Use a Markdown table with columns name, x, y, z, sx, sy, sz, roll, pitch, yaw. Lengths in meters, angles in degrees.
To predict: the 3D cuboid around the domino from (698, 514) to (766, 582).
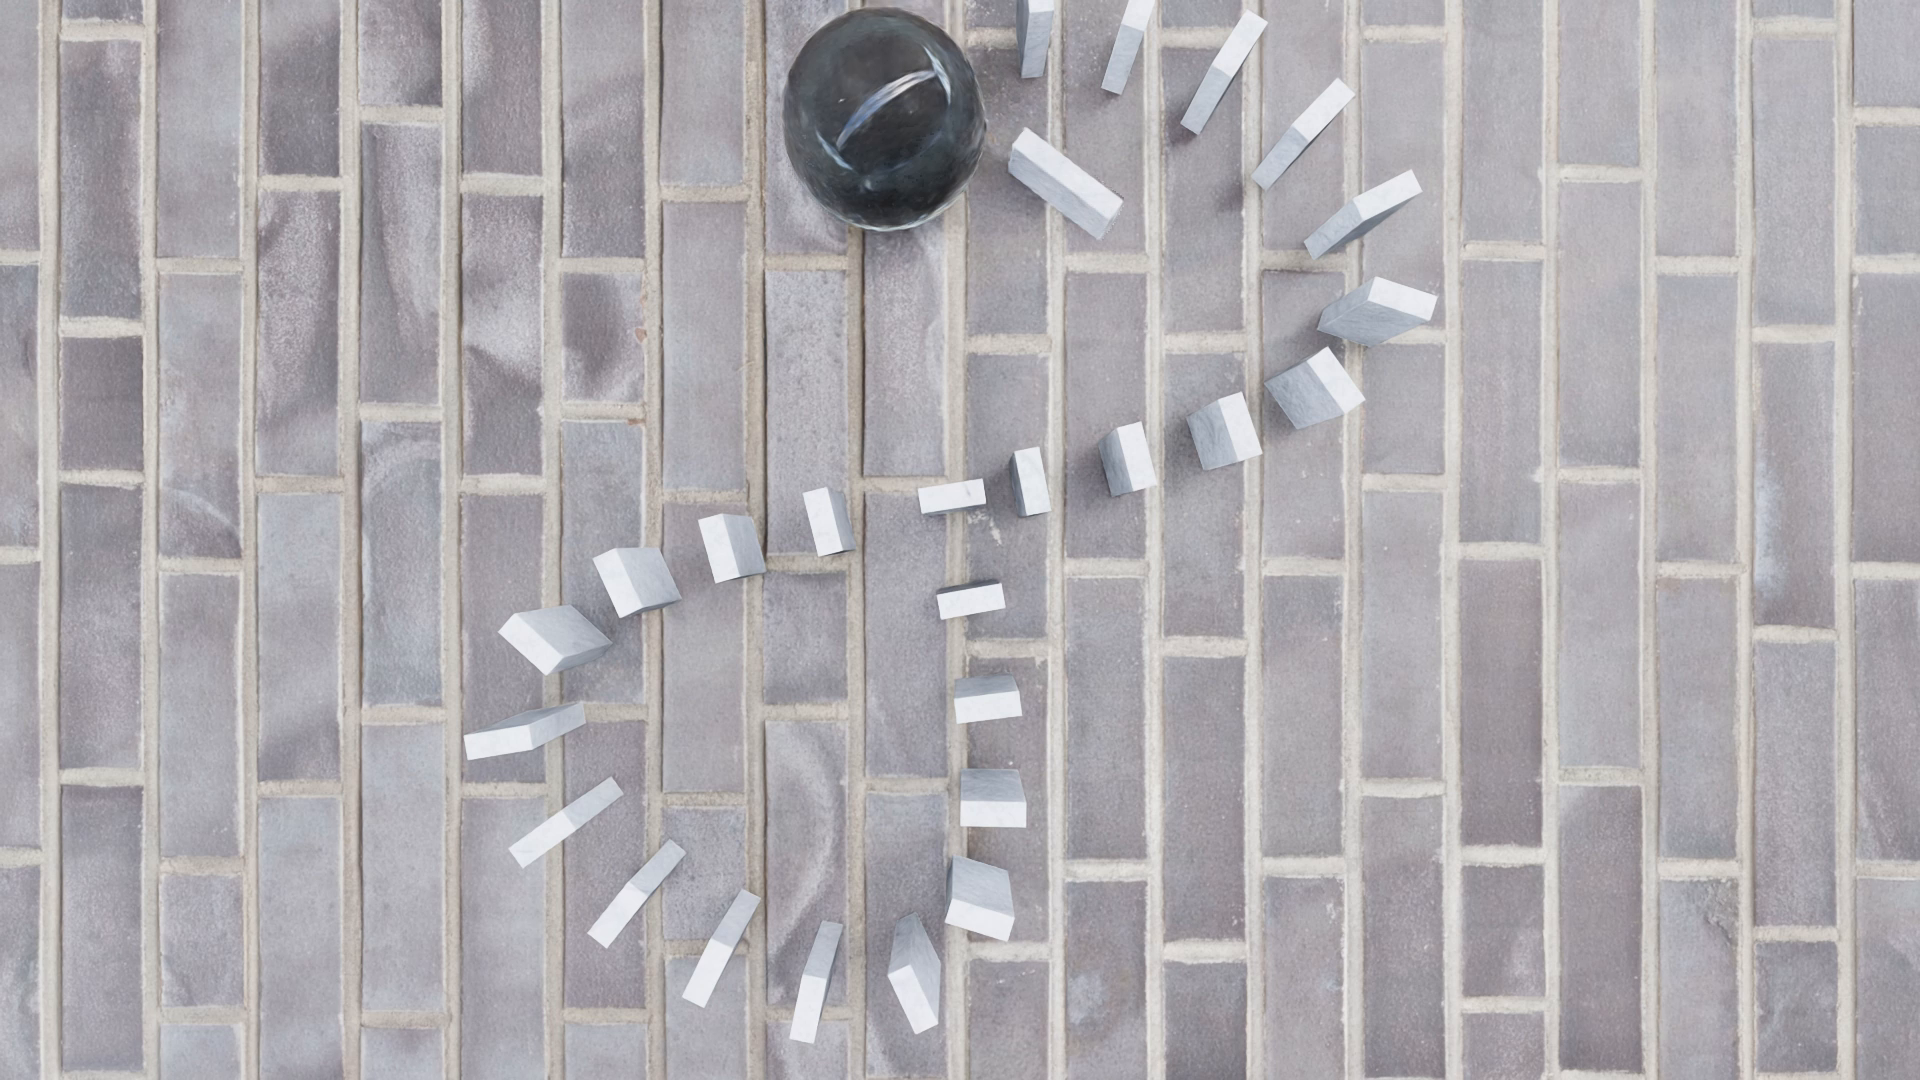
| name | x | y | z | sx | sy | sz | roll | pitch | yaw |
| --- | --- | --- | --- | --- | --- | --- | --- | --- | --- |
| domino | -0.092 | 0.003 | 0.375 | 0.009 | 0.050 | 0.025 | -15 | 90 | 0 |

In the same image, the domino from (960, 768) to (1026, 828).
| name | x | y | z | sx | sy | sz | roll | pitch | yaw |
| --- | --- | --- | --- | --- | --- | --- | --- | --- | --- |
| domino | 0.013 | 0.105 | 0.375 | 0.025 | 0.050 | 0.010 | 1 | 90 | 0 |

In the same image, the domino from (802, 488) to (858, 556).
| name | x | y | z | sx | sy | sz | roll | pitch | yaw |
| --- | --- | --- | --- | --- | --- | --- | --- | --- | --- |
| domino | -0.052 | -0.007 | 0.375 | 0.009 | 0.050 | 0.025 | -14 | 90 | 0 |

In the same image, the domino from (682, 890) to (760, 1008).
| name | x | y | z | sx | sy | sz | roll | pitch | yaw |
| --- | --- | --- | --- | --- | --- | --- | --- | --- | --- |
| domino | -0.097 | 0.166 | 0.375 | 0.010 | 0.050 | 0.025 | 26 | 90 | 0 |

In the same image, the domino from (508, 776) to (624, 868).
| name | x | y | z | sx | sy | sz | roll | pitch | yaw |
| --- | --- | --- | --- | --- | --- | --- | --- | --- | --- |
| domino | -0.160 | 0.114 | 0.375 | 0.025 | 0.050 | 0.010 | -36 | 90 | 0 |

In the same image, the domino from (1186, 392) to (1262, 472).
| name | x | y | z | sx | sy | sz | roll | pitch | yaw |
| --- | --- | --- | --- | --- | --- | --- | --- | --- | --- |
| domino | 0.107 | -0.043 | 0.375 | 0.009 | 0.050 | 0.025 | -19 | 90 | 0 |

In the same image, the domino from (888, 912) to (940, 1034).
| name | x | y | z | sx | sy | sz | roll | pitch | yaw |
| --- | --- | --- | --- | --- | --- | --- | --- | --- | --- |
| domino | -0.018 | 0.176 | 0.375 | 0.010 | 0.050 | 0.025 | -25 | 90 | 0 |

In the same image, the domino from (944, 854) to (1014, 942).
| name | x | y | z | sx | sy | sz | roll | pitch | yaw |
| --- | --- | --- | --- | --- | --- | --- | --- | --- | --- |
| domino | 0.008 | 0.145 | 0.375 | 0.025 | 0.050 | 0.010 | 17 | 90 | 0 |

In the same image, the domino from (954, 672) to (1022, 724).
| name | x | y | z | sx | sy | sz | roll | pitch | yaw |
| --- | --- | --- | --- | --- | --- | --- | --- | --- | --- |
| domino | 0.011 | 0.064 | 0.375 | 0.025 | 0.050 | 0.010 | -7 | 90 | 0 |

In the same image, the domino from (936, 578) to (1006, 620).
| name | x | y | z | sx | sy | sz | roll | pitch | yaw |
| --- | --- | --- | --- | --- | --- | --- | --- | --- | --- |
| domino | 0.004 | 0.023 | 0.375 | 0.025 | 0.050 | 0.009 | -10 | 90 | 0 |

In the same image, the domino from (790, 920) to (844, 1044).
| name | x | y | z | sx | sy | sz | roll | pitch | yaw |
| --- | --- | --- | --- | --- | --- | --- | --- | --- | --- |
| domino | -0.058 | 0.179 | 0.375 | 0.010 | 0.050 | 0.025 | 12 | 90 | 0 |

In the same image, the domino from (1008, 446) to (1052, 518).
| name | x | y | z | sx | sy | sz | roll | pitch | yaw |
| --- | --- | --- | --- | --- | --- | --- | --- | --- | --- |
| domino | 0.028 | -0.023 | 0.375 | 0.009 | 0.050 | 0.025 | -11 | 90 | 0 |

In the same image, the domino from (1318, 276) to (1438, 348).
| name | x | y | z | sx | sy | sz | roll | pitch | yaw |
| --- | --- | --- | --- | --- | --- | --- | --- | --- | --- |
| domino | 0.169 | -0.092 | 0.375 | 0.025 | 0.050 | 0.009 | 18 | 90 | 0 |

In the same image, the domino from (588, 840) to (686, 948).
| name | x | y | z | sx | sy | sz | roll | pitch | yaw |
| --- | --- | --- | --- | --- | --- | --- | --- | --- | --- |
| domino | -0.131 | 0.143 | 0.375 | 0.009 | 0.050 | 0.025 | 39 | 90 | 0 |

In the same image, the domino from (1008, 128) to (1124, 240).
| name | x | y | z | sx | sy | sz | roll | pitch | yaw |
| --- | --- | --- | --- | --- | --- | --- | --- | --- | --- |
| domino | 0.044 | -0.150 | 0.388 | 0.050 | 0.025 | 0.010 | 37 | 88 | 0 |

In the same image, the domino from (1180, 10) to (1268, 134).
| name | x | y | z | sx | sy | sz | roll | pitch | yaw |
| --- | --- | --- | --- | --- | --- | --- | --- | --- | --- |
| domino | 0.107 | -0.190 | 0.375 | 0.010 | 0.050 | 0.025 | 33 | 90 | 0 |

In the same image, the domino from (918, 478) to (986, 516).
| name | x | y | z | sx | sy | sz | roll | pitch | yaw |
| --- | --- | --- | --- | --- | --- | --- | --- | --- | --- |
| domino | -0.003 | -0.017 | 0.375 | 0.025 | 0.050 | 0.009 | -9 | 90 | 0 |

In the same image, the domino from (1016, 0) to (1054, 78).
| name | x | y | z | sx | sy | sz | roll | pitch | yaw |
| --- | --- | --- | --- | --- | --- | --- | --- | --- | --- |
| domino | 0.030 | -0.214 | 0.375 | 0.009 | 0.050 | 0.025 | -6 | 90 | 0 |

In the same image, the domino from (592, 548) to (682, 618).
| name | x | y | z | sx | sy | sz | roll | pitch | yaw |
| --- | --- | --- | --- | --- | --- | --- | --- | --- | --- |
| domino | -0.131 | 0.016 | 0.375 | 0.009 | 0.050 | 0.025 | -25 | 90 | 0 |

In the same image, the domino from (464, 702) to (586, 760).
| name | x | y | z | sx | sy | sz | roll | pitch | yaw |
| --- | --- | --- | --- | --- | --- | --- | --- | --- | --- |
| domino | -0.176 | 0.077 | 0.375 | 0.025 | 0.050 | 0.009 | -9 | 90 | 0 |

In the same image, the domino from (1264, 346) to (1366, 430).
| name | x | y | z | sx | sy | sz | roll | pitch | yaw |
| --- | --- | --- | --- | --- | --- | --- | --- | --- | --- |
| domino | 0.144 | -0.061 | 0.375 | 0.009 | 0.050 | 0.025 | -36 | 90 | 0 |

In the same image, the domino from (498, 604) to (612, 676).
| name | x | y | z | sx | sy | sz | roll | pitch | yaw |
| --- | --- | --- | --- | --- | --- | --- | --- | --- | --- |
| domino | -0.164 | 0.040 | 0.375 | 0.025 | 0.050 | 0.009 | 42 | 90 | 0 |

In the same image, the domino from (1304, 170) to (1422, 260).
| name | x | y | z | sx | sy | sz | roll | pitch | yaw |
| --- | --- | --- | --- | --- | --- | --- | --- | --- | --- |
| domino | 0.163 | -0.132 | 0.375 | 0.025 | 0.050 | 0.010 | -27 | 90 | 0 |

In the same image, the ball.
| name | x | y | z | sx | sy | sz | roll | pitch | yaw |
| --- | --- | --- | --- | --- | --- | --- | --- | --- | --- |
| ball | -0.030 | -0.163 | 0.360 | 0.080 | 0.080 | 0.080 | 0 | 90 | 0 |

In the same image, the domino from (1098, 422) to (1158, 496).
| name | x | y | z | sx | sy | sz | roll | pitch | yaw |
| --- | --- | --- | --- | --- | --- | --- | --- | --- | --- |
| domino | 0.068 | -0.032 | 0.375 | 0.010 | 0.050 | 0.025 | -15 | 90 | 0 |

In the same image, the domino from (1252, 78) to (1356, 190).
| name | x | y | z | sx | sy | sz | roll | pitch | yaw |
| --- | --- | --- | --- | --- | --- | --- | --- | --- | --- |
| domino | 0.139 | -0.165 | 0.375 | 0.009 | 0.050 | 0.025 | 44 | 90 | 0 |

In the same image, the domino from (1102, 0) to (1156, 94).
| name | x | y | z | sx | sy | sz | roll | pitch | yaw |
| --- | --- | --- | --- | --- | --- | --- | --- | --- | --- |
| domino | 0.070 | -0.208 | 0.375 | 0.009 | 0.050 | 0.025 | 19 | 90 | 0 |
